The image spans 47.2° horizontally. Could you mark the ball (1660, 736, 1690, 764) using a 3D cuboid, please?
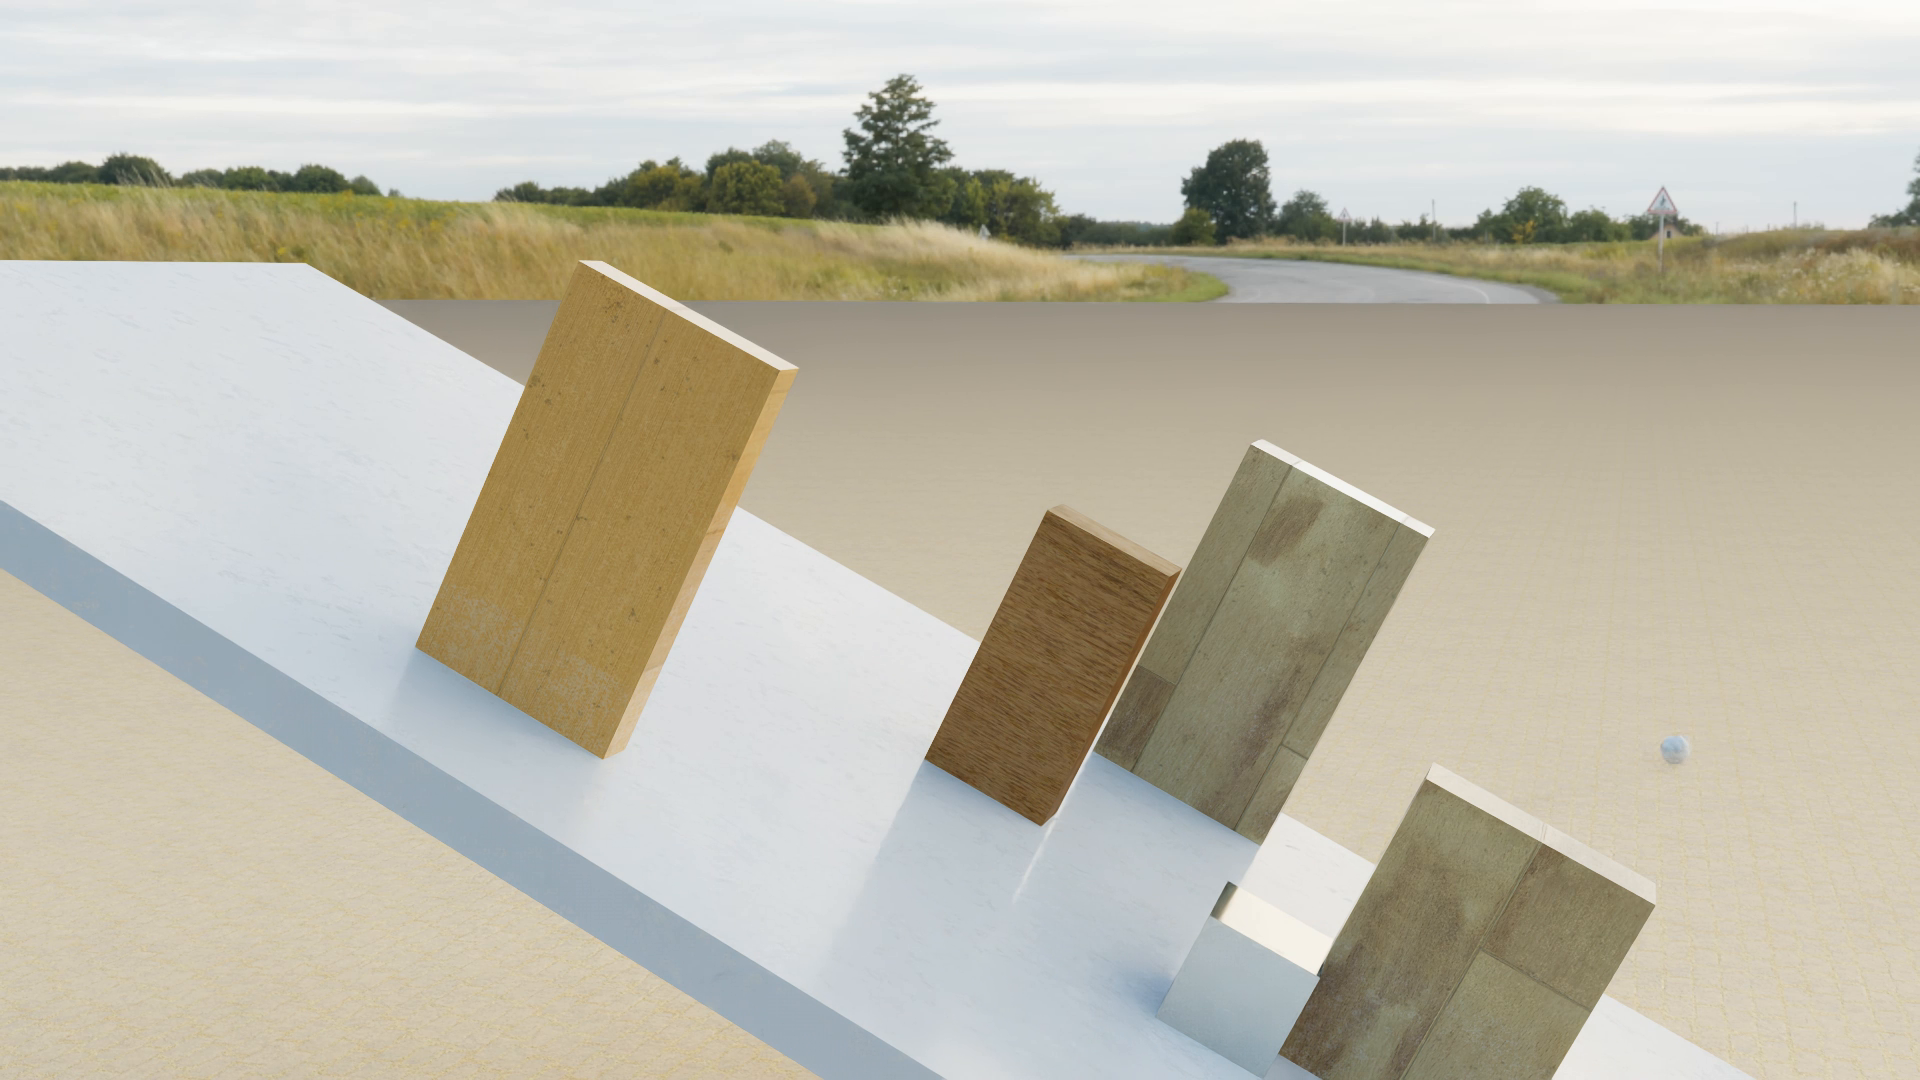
[{"bbox_3d":[2.712,0.795,8.335,0.109,0.109,0.109,0,7,0],"label":"ball"}]

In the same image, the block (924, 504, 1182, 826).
[{"bbox_3d":[0.175,0.237,4.187,0.261,0.545,0.118,29,14,12],"label":"block"}]

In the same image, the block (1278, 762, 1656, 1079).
[{"bbox_3d":[0.831,0.709,3.638,0.403,0.538,0.131,29,14,12],"label":"block"}]

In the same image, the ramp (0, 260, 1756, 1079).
[{"bbox_3d":[-0.244,0.410,4.159,4.000,0.100,2.000,29,14,12],"label":"ramp"}]

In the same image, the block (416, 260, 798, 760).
[{"bbox_3d":[-0.577,-0.047,3.545,0.378,0.705,0.081,29,14,12],"label":"block"}]

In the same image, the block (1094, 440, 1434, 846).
[{"bbox_3d":[0.641,0.216,4.674,0.410,0.747,0.147,29,14,12],"label":"block"}]

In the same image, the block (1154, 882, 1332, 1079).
[{"bbox_3d":[0.473,0.726,3.645,0.200,0.200,0.200,28,14,10],"label":"block"}]
